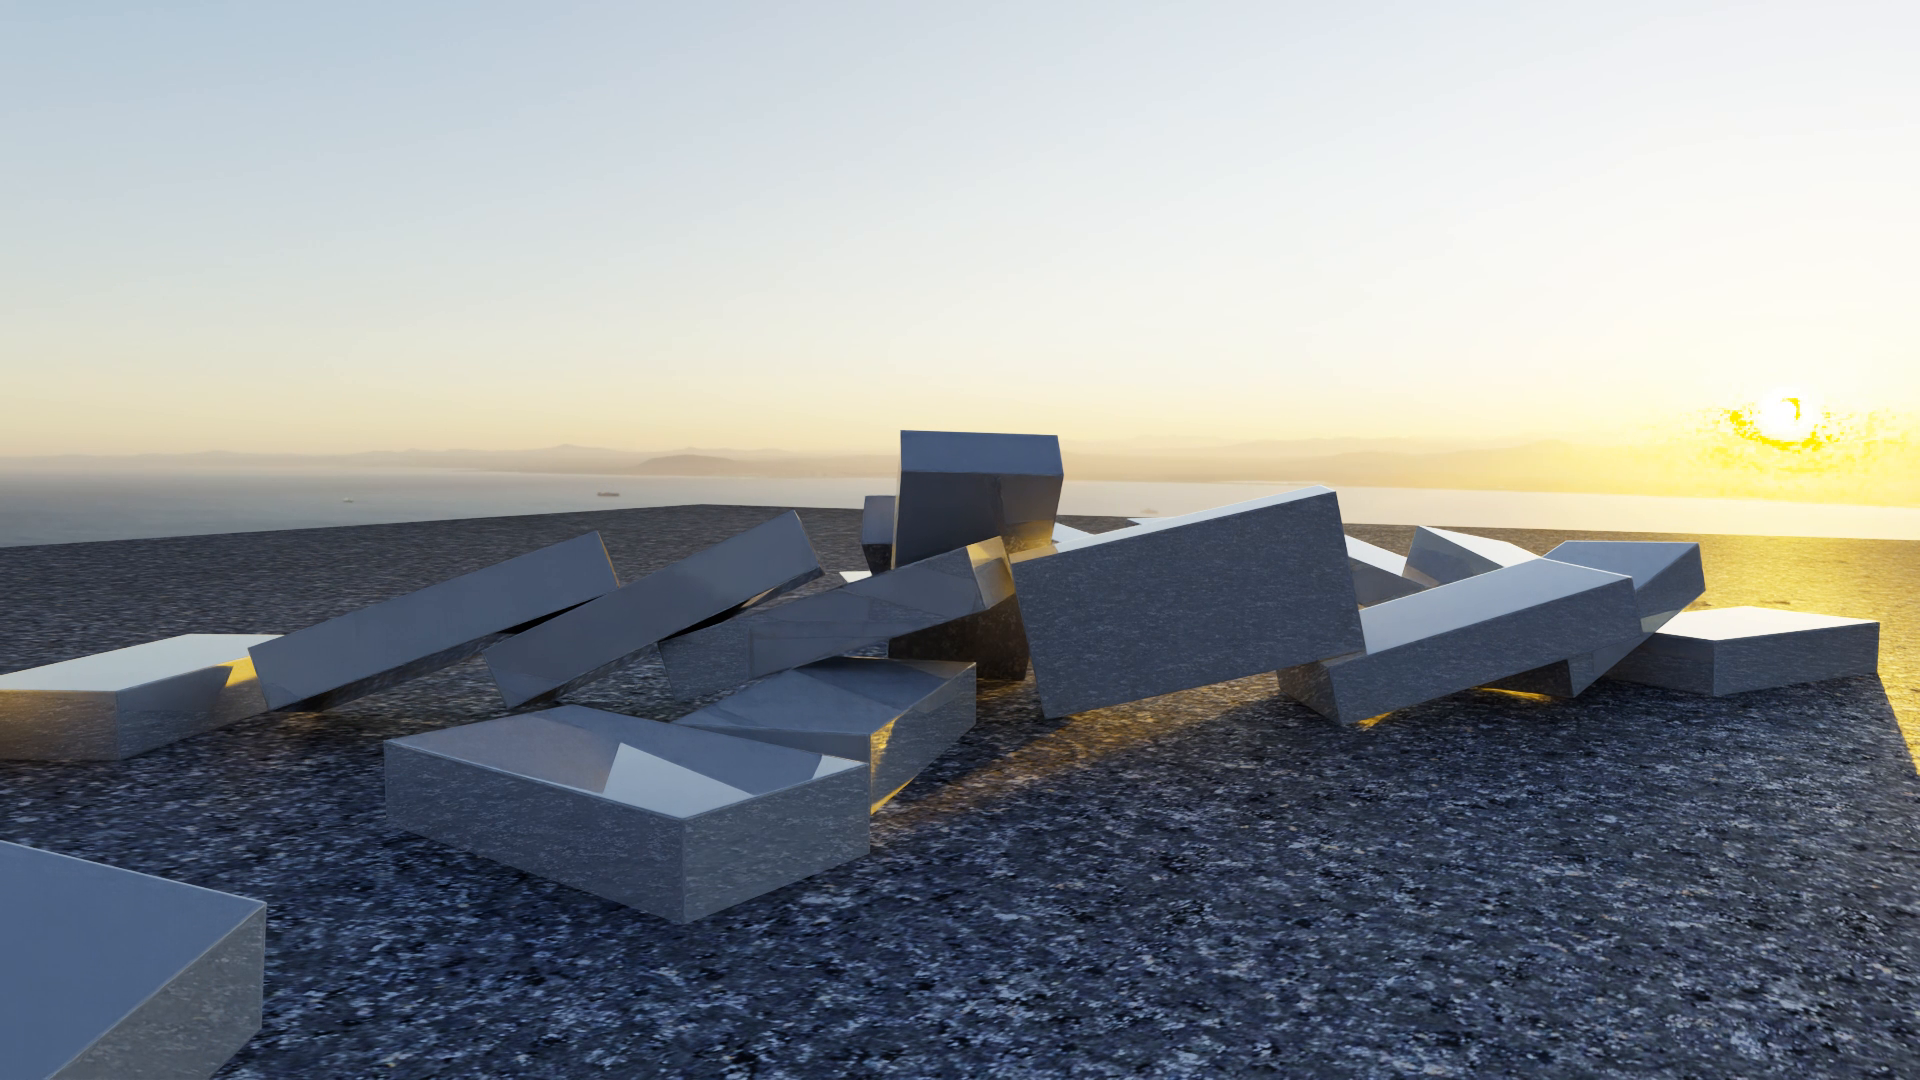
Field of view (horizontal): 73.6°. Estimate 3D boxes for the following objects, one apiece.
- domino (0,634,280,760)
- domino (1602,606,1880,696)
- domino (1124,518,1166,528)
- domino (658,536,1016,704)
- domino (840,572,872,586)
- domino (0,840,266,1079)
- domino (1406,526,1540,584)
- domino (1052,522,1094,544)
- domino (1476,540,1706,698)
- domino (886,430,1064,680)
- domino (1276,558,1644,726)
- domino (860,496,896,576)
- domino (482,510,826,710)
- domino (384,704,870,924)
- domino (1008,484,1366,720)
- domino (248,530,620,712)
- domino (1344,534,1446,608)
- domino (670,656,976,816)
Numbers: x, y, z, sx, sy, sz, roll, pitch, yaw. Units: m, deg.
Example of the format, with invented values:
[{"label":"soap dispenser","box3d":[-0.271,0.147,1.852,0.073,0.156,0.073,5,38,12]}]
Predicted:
[{"label":"domino","box3d":[-0.124,0.023,0.198,0.025,0.009,0.050,0,4,4]},{"label":"domino","box3d":[0.144,0.020,0.239,0.050,0.009,0.025,-2,5,-28]},{"label":"domino","box3d":[0.069,0.006,0.328,0.050,0.010,0.025,23,16,36]},{"label":"domino","box3d":[-0.018,0.012,0.199,0.050,0.009,0.025,-17,0,13]},{"label":"domino","box3d":[-0.004,0.014,0.324,0.050,0.010,0.025,-1,4,-10]},{"label":"domino","box3d":[-0.071,0.026,0.072,0.050,0.009,0.025,12,15,4]},{"label":"domino","box3d":[0.123,0.010,0.283,0.025,0.010,0.050,10,13,-14]},{"label":"domino","box3d":[0.036,0.006,0.342,0.050,0.009,0.025,19,12,26]},{"label":"domino","box3d":[0.110,0.013,0.232,0.050,0.010,0.025,-23,14,-34]},{"label":"domino","box3d":[0.001,0.004,0.217,0.025,0.050,0.009,1,45,-5]},{"label":"domino","box3d":[0.079,0.016,0.207,0.050,0.010,0.025,-16,8,-5]},{"label":"domino","box3d":[-0.003,0.007,0.246,0.025,0.010,0.050,0,-26,5]},{"label":"domino","box3d":[-0.046,0.011,0.202,0.050,0.010,0.025,-25,-2,-5]},{"label":"domino","box3d":[-0.037,0.027,0.138,0.050,0.009,0.025,3,5,37]},{"label":"domino","box3d":[0.035,0.010,0.199,0.050,0.025,0.010,-13,8,3]},{"label":"domino","box3d":[-0.078,0.013,0.197,0.050,0.010,0.025,-20,-3,-14]},{"label":"domino","box3d":[0.096,0.008,0.307,0.025,0.009,0.050,2,17,-40]},{"label":"domino","box3d":[-0.016,0.025,0.174,0.025,0.010,0.050,1,4,15]}]
